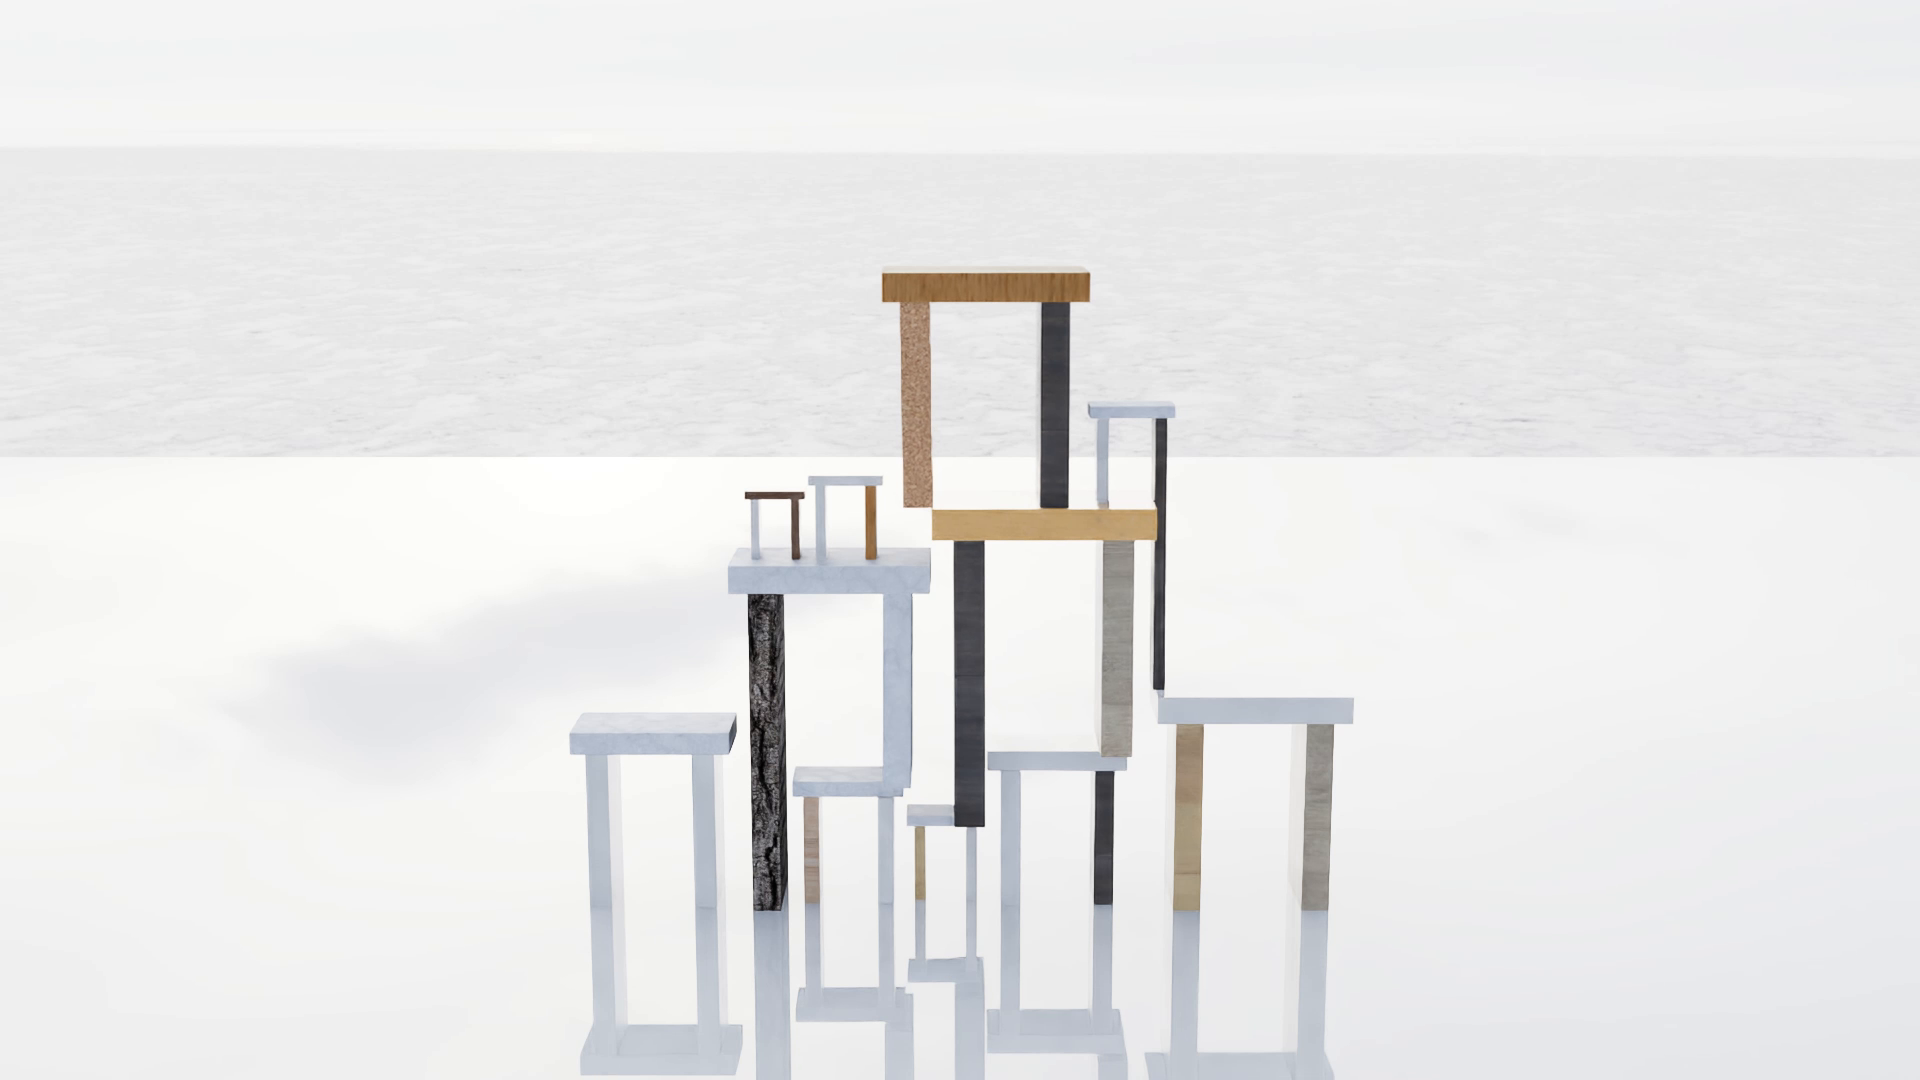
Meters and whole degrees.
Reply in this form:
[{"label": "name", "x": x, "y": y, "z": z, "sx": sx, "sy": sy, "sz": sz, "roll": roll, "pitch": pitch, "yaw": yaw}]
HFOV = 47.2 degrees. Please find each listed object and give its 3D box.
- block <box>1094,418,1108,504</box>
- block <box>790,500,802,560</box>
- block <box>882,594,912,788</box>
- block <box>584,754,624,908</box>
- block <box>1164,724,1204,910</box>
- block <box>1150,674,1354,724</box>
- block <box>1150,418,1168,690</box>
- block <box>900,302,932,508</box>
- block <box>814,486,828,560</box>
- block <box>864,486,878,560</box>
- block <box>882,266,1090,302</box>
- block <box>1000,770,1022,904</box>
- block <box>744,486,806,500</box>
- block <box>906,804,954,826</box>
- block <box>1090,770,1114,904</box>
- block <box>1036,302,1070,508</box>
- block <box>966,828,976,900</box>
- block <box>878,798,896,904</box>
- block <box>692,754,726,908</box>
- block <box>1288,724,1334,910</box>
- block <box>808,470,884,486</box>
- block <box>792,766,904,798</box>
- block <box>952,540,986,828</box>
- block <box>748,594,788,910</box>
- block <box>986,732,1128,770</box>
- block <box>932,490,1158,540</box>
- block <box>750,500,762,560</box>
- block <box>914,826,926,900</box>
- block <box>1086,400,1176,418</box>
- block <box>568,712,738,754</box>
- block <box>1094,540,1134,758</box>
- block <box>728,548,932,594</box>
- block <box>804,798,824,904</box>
[{"label": "block", "x": 0.227, "y": -0.132, "z": 3.534, "sx": 0.019, "sy": 0.136, "sz": 0.068, "roll": 0, "pitch": 11, "yaw": 1}, {"label": "block", "x": -0.264, "y": -0.021, "z": 3.553, "sx": 0.014, "sy": 0.097, "sz": 0.049, "roll": 0, "pitch": 11, "yaw": 0}, {"label": "block", "x": -0.102, "y": 0.229, "z": 3.600, "sx": 0.045, "sy": 0.320, "sz": 0.160, "roll": 0, "pitch": 11, "yaw": -1}, {"label": "block", "x": -0.589, "y": 0.463, "z": 3.645, "sx": 0.037, "sy": 0.258, "sz": 0.129, "roll": 0, "pitch": 11, "yaw": 0}, {"label": "block", "x": 0.370, "y": 0.436, "z": 3.638, "sx": 0.044, "sy": 0.314, "sz": 0.157, "roll": 0, "pitch": 11, "yaw": 0}, {"label": "block", "x": 0.475, "y": 0.260, "z": 3.605, "sx": 0.314, "sy": 0.044, "sz": 0.157, "roll": 0, "pitch": 11, "yaw": 0}, {"label": "block", "x": 0.321, "y": 0.019, "z": 3.564, "sx": 0.019, "sy": 0.444, "sz": 0.068, "roll": 0, "pitch": 11, "yaw": 0}, {"label": "block", "x": -0.069, "y": -0.224, "z": 3.516, "sx": 0.046, "sy": 0.323, "sz": 0.162, "roll": -1, "pitch": 11, "yaw": 0}, {"label": "block", "x": -0.223, "y": -0.032, "z": 3.552, "sx": 0.017, "sy": 0.120, "sz": 0.060, "roll": 0, "pitch": 11, "yaw": 0}, {"label": "block", "x": -0.144, "y": -0.032, "z": 3.552, "sx": 0.017, "sy": 0.120, "sz": 0.060, "roll": 0, "pitch": 11, "yaw": 1}, {"label": "block", "x": 0.038, "y": -0.406, "z": 3.482, "sx": 0.323, "sy": 0.046, "sz": 0.162, "roll": 0, "pitch": 11, "yaw": -2}, {"label": "block", "x": 0.083, "y": 0.477, "z": 3.652, "sx": 0.032, "sy": 0.229, "sz": 0.114, "roll": 0, "pitch": 11, "yaw": 0}, {"label": "block", "x": -0.297, "y": -0.076, "z": 3.543, "sx": 0.097, "sy": 0.014, "sz": 0.049, "roll": 0, "pitch": 11, "yaw": 0}, {"label": "block", "x": -0.025, "y": 0.456, "z": 3.645, "sx": 0.127, "sy": 0.018, "sz": 0.063, "roll": 0, "pitch": 11, "yaw": 0}, {"label": "block", "x": 0.236, "y": 0.477, "z": 3.652, "sx": 0.032, "sy": 0.229, "sz": 0.114, "roll": 0, "pitch": 11, "yaw": 0}, {"label": "block", "x": 0.148, "y": -0.225, "z": 3.519, "sx": 0.046, "sy": 0.323, "sz": 0.162, "roll": 0, "pitch": 11, "yaw": -1}, {"label": "block", "x": 0.019, "y": 0.527, "z": 3.660, "sx": 0.018, "sy": 0.127, "sz": 0.063, "roll": 0, "pitch": 11, "yaw": 0}, {"label": "block", "x": -0.122, "y": 0.501, "z": 3.651, "sx": 0.026, "sy": 0.182, "sz": 0.091, "roll": 0, "pitch": 11, "yaw": 0}, {"label": "block", "x": -0.416, "y": 0.463, "z": 3.645, "sx": 0.037, "sy": 0.258, "sz": 0.129, "roll": 0, "pitch": 11, "yaw": 0}, {"label": "block", "x": 0.579, "y": 0.436, "z": 3.638, "sx": 0.044, "sy": 0.314, "sz": 0.157, "roll": 0, "pitch": 11, "yaw": 0}, {"label": "block", "x": -0.183, "y": -0.100, "z": 3.541, "sx": 0.120, "sy": 0.017, "sz": 0.060, "roll": 0, "pitch": 11, "yaw": 0}, {"label": "block", "x": -0.183, "y": 0.399, "z": 3.631, "sx": 0.182, "sy": 0.026, "sz": 0.091, "roll": 0, "pitch": 11, "yaw": -1}, {"label": "block", "x": 0.014, "y": 0.216, "z": 3.596, "sx": 0.050, "sy": 0.472, "sz": 0.178, "roll": 0, "pitch": 11, "yaw": -1}, {"label": "block", "x": -0.315, "y": 0.331, "z": 3.618, "sx": 0.045, "sy": 0.528, "sz": 0.160, "roll": 0, "pitch": 11, "yaw": 0}, {"label": "block", "x": 0.158, "y": 0.349, "z": 3.628, "sx": 0.229, "sy": 0.032, "sz": 0.114, "roll": 0, "pitch": 11, "yaw": 0}, {"label": "block", "x": 0.132, "y": -0.040, "z": 3.550, "sx": 0.356, "sy": 0.050, "sz": 0.178, "roll": 0, "pitch": 11, "yaw": -1}, {"label": "block", "x": -0.329, "y": -0.021, "z": 3.553, "sx": 0.014, "sy": 0.097, "sz": 0.049, "roll": 0, "pitch": 11, "yaw": 0}, {"label": "block", "x": -0.066, "y": 0.527, "z": 3.660, "sx": 0.018, "sy": 0.127, "sz": 0.063, "roll": 0, "pitch": 11, "yaw": 0}, {"label": "block", "x": 0.274, "y": -0.209, "z": 3.520, "sx": 0.136, "sy": 0.019, "sz": 0.068, "roll": 0, "pitch": 11, "yaw": -1}, {"label": "block", "x": -0.503, "y": 0.318, "z": 3.618, "sx": 0.258, "sy": 0.037, "sz": 0.129, "roll": 0, "pitch": 11, "yaw": 0}, {"label": "block", "x": 0.251, "y": 0.158, "z": 3.590, "sx": 0.050, "sy": 0.355, "sz": 0.178, "roll": 0, "pitch": 11, "yaw": 0}, {"label": "block", "x": -0.208, "y": 0.049, "z": 3.566, "sx": 0.320, "sy": 0.045, "sz": 0.160, "roll": 0, "pitch": 11, "yaw": 0}, {"label": "block", "x": -0.243, "y": 0.501, "z": 3.651, "sx": 0.026, "sy": 0.182, "sz": 0.091, "roll": 0, "pitch": 11, "yaw": 0}]
